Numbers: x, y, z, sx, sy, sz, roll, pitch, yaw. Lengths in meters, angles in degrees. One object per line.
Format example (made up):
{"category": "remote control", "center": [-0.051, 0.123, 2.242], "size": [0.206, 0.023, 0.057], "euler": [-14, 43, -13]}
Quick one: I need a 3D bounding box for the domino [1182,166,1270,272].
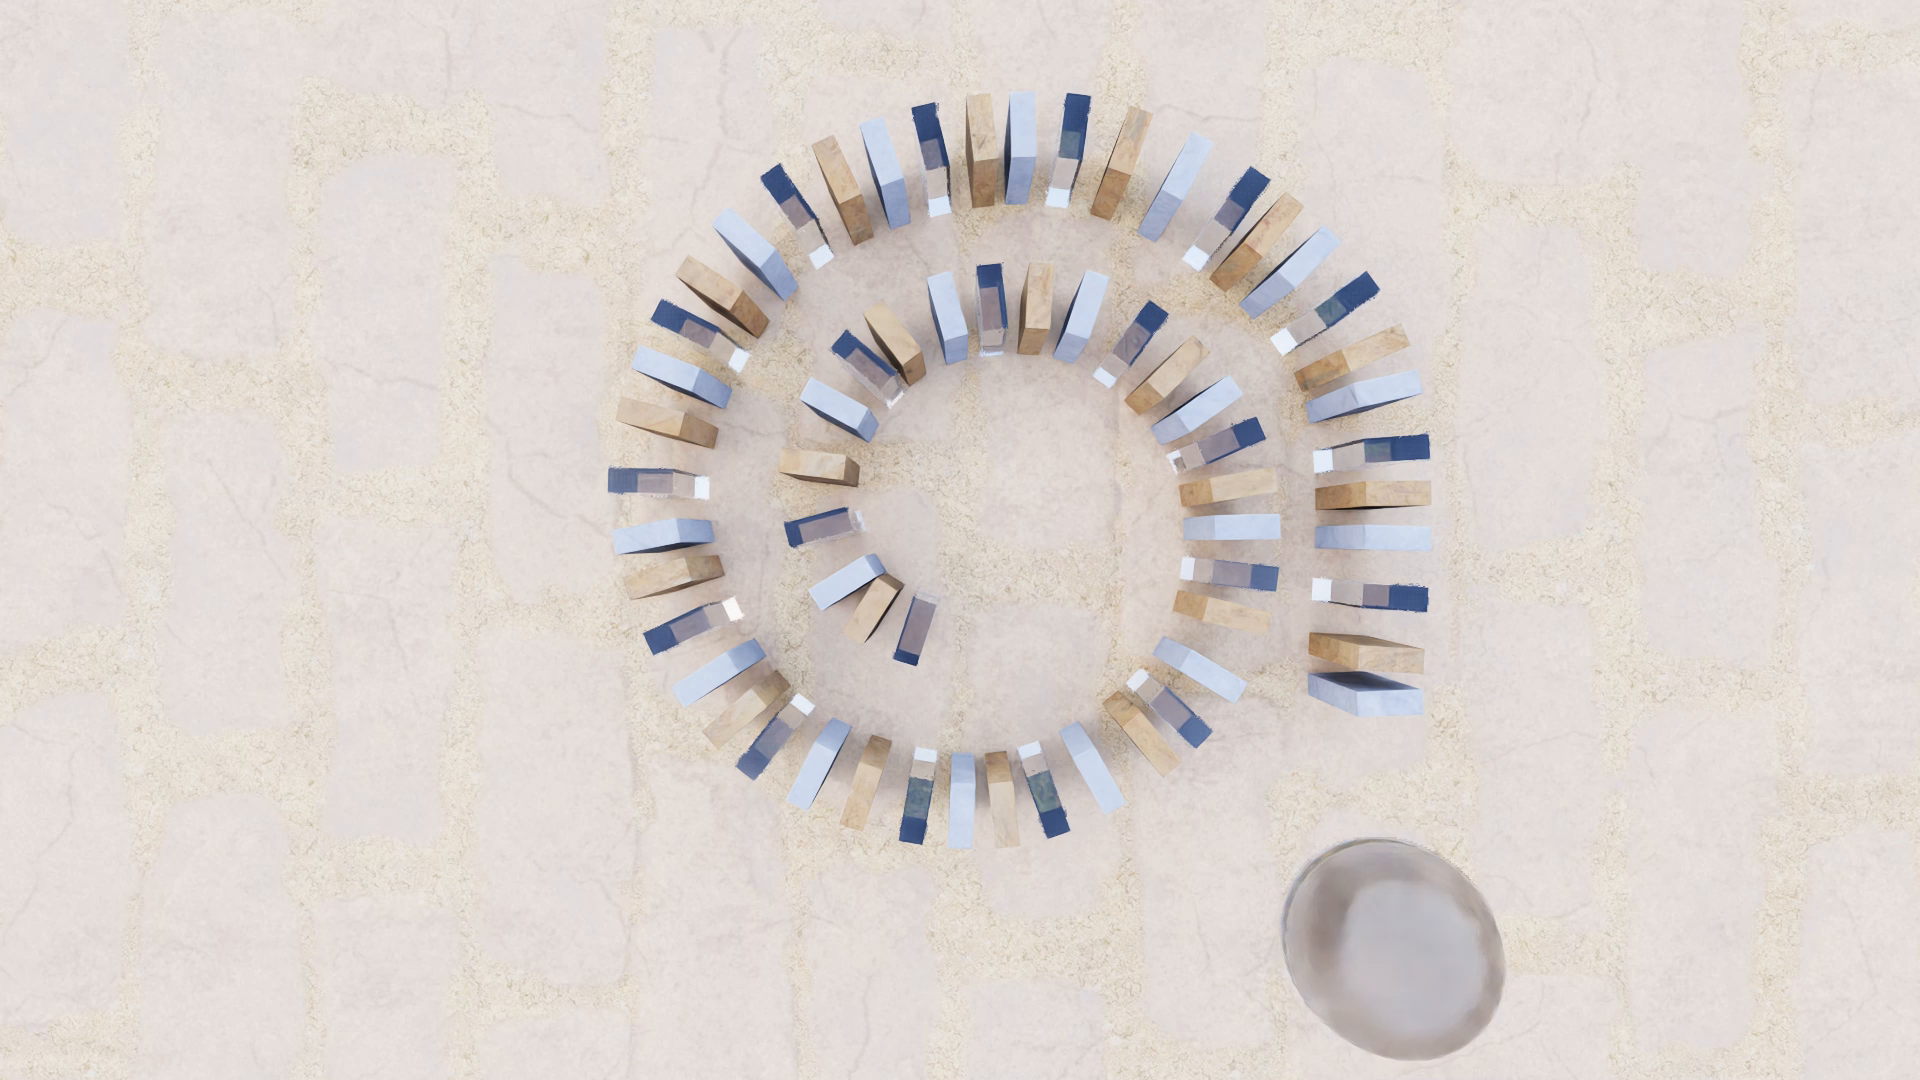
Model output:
{"category": "domino", "center": [0.108, -0.130, 0.375], "size": [0.010, 0.050, 0.025], "euler": [35, 90, 0]}

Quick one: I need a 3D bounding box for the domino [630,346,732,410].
{"category": "domino", "center": [-0.113, -0.066, 0.375], "size": [0.025, 0.050, 0.009], "euler": [21, 90, 0]}

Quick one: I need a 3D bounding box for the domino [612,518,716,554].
{"category": "domino", "center": [-0.120, -0.001, 0.375], "size": [0.025, 0.050, 0.009], "euler": [-11, 90, 0]}

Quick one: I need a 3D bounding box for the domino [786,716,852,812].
{"category": "domino", "center": [-0.057, 0.090, 0.375], "size": [0.010, 0.050, 0.025], "euler": [26, 90, 0]}

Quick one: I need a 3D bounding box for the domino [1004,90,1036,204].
{"category": "domino", "center": [0.024, -0.159, 0.375], "size": [0.010, 0.050, 0.025], "euler": [-1, 90, 0]}

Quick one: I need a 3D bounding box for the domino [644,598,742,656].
{"category": "domino", "center": [-0.108, 0.035, 0.375], "size": [0.025, 0.050, 0.010], "euler": [-25, 90, 0]}

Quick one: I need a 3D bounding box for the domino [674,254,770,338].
{"category": "domino", "center": [-0.096, -0.098, 0.375], "size": [0.025, 0.050, 0.009], "euler": [33, 90, 0]}

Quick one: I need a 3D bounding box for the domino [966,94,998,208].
{"category": "domino", "center": [0.009, -0.158, 0.375], "size": [0.010, 0.050, 0.025], "euler": [-7, 90, 0]}

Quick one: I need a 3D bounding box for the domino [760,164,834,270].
{"category": "domino", "center": [-0.066, -0.131, 0.375], "size": [0.010, 0.050, 0.025], "euler": [-35, 90, 0]}

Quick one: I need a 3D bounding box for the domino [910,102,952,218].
{"category": "domino", "center": [-0.011, -0.154, 0.375], "size": [0.010, 0.050, 0.025], "euler": [-13, 90, 0]}

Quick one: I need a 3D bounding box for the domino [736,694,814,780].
{"category": "domino", "center": [-0.075, 0.079, 0.375], "size": [0.009, 0.050, 0.025], "euler": [38, 90, 0]}

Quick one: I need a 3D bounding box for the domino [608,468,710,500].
{"category": "domino", "center": [-0.122, -0.023, 0.375], "size": [0.025, 0.050, 0.009], "euler": [1, 90, 0]}

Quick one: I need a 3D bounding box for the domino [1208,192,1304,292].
{"category": "domino", "center": [0.120, -0.121, 0.375], "size": [0.009, 0.050, 0.025], "euler": [40, 90, 0]}

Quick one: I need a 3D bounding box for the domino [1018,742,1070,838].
{"category": "domino", "center": [0.034, 0.101, 0.375], "size": [0.009, 0.050, 0.025], "euler": [-19, 90, 0]}

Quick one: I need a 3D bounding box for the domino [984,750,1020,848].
{"category": "domino", "center": [0.017, 0.105, 0.375], "size": [0.009, 0.050, 0.025], "euler": [-7, 90, 0]}

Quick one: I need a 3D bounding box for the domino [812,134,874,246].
{"category": "domino", "center": [-0.047, -0.142, 0.375], "size": [0.010, 0.050, 0.025], "euler": [-25, 90, 0]}

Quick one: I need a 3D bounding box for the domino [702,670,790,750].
{"category": "domino", "center": [-0.086, 0.068, 0.375], "size": [0.025, 0.050, 0.010], "euler": [-41, 90, 0]}

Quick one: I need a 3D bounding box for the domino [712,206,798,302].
{"category": "domino", "center": [-0.083, -0.116, 0.375], "size": [0.025, 0.050, 0.009], "euler": [42, 90, 0]}

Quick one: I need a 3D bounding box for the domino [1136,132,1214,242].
{"category": "domino", "center": [0.087, -0.143, 0.375], "size": [0.010, 0.050, 0.025], "euler": [28, 90, 0]}

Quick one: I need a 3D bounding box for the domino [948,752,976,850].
{"category": "domino", "center": [0.001, 0.106, 0.375], "size": [0.009, 0.050, 0.025], "euler": [3, 90, 0]}

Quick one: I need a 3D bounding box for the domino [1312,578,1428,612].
{"category": "domino", "center": [0.166, 0.022, 0.375], "size": [0.025, 0.050, 0.010], "euler": [4, 90, 0]}

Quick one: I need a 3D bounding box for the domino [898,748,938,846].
{"category": "domino", "center": [-0.017, 0.104, 0.375], "size": [0.009, 0.050, 0.025], "euler": [10, 90, 0]}

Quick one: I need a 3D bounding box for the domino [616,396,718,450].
{"category": "domino", "center": [-0.118, -0.047, 0.375], "size": [0.025, 0.050, 0.010], "euler": [14, 90, 0]}

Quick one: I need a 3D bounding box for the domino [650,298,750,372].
{"category": "domino", "center": [-0.105, -0.083, 0.375], "size": [0.025, 0.050, 0.009], "euler": [27, 90, 0]}

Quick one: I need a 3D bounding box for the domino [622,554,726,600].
{"category": "domino", "center": [-0.116, 0.015, 0.375], "size": [0.025, 0.050, 0.010], "euler": [-18, 90, 0]}

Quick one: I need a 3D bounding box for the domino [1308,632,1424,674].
{"category": "domino", "center": [0.165, 0.046, 0.375], "size": [0.025, 0.050, 0.009], "euler": [3, 90, 0]}

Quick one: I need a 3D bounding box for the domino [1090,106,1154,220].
{"category": "domino", "center": [0.065, -0.153, 0.375], "size": [0.010, 0.050, 0.025], "euler": [20, 90, 0]}

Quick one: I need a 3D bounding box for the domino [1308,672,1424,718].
{"category": "domino", "center": [0.164, 0.062, 0.375], "size": [0.025, 0.050, 0.010], "euler": [-2, 90, 0]}

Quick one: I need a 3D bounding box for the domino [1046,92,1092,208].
{"category": "domino", "center": [0.044, -0.158, 0.375], "size": [0.010, 0.050, 0.025], "euler": [8, 90, 0]}

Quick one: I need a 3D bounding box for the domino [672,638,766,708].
{"category": "domino", "center": [-0.097, 0.054, 0.375], "size": [0.025, 0.050, 0.009], "euler": [-33, 90, 0]}

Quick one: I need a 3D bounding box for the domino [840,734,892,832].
{"category": "domino", "center": [-0.038, 0.098, 0.375], "size": [0.009, 0.050, 0.025], "euler": [18, 90, 0]}

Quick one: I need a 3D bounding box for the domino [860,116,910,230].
{"category": "domino", "center": [-0.030, -0.149, 0.375], "size": [0.009, 0.050, 0.025], "euler": [-19, 90, 0]}
